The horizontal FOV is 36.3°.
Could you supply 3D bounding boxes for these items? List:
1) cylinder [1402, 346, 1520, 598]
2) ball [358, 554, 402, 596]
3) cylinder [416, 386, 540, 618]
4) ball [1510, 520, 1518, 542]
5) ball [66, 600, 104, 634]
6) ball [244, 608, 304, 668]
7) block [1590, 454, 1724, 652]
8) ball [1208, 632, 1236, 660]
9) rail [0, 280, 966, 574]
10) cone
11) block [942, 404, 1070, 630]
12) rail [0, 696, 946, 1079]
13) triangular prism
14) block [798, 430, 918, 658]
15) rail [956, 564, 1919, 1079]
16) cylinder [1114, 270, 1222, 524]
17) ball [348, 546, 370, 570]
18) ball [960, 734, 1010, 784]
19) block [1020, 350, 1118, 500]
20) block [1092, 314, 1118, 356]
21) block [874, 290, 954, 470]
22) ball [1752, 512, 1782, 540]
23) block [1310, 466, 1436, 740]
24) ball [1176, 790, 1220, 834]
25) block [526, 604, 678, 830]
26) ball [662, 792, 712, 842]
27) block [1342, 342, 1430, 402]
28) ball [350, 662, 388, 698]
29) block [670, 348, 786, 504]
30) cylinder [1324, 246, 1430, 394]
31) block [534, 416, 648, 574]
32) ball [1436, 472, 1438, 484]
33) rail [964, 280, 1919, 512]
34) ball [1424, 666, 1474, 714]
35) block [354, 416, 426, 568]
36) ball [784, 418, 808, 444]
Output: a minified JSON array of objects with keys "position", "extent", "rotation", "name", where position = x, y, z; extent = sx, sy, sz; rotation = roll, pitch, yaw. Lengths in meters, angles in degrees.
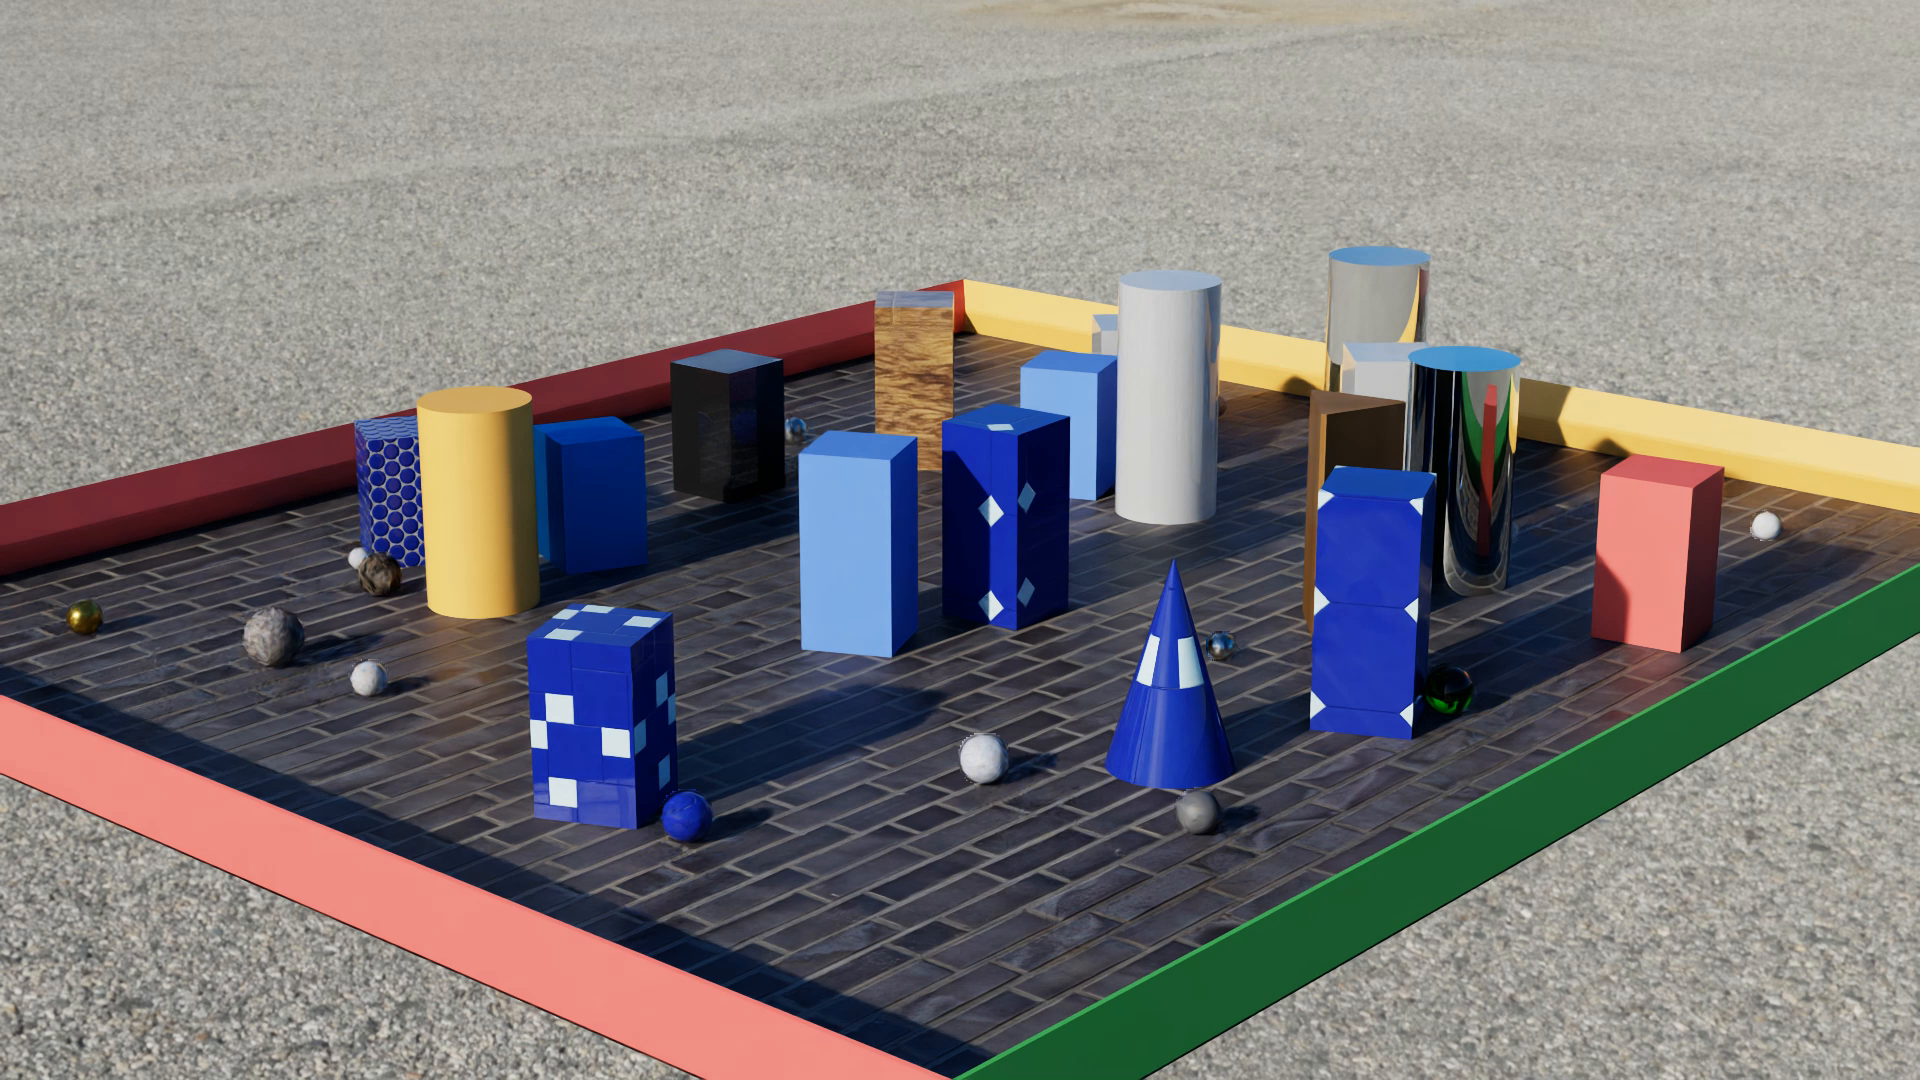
[{"position":[0.876,-0.122,5.151],"extent":[0.194,0.404,0.194],"rotation":[0,17,0],"name":"cylinder"},{"position":[-1.012,0.061,5.113],"extent":[0.076,0.076,0.076],"rotation":[0,17,0],"name":"ball"},{"position":[-0.826,-0.066,5.043],"extent":[0.194,0.360,0.194],"rotation":[0,17,0],"name":"cylinder"},{"position":[1.010,-0.017,5.424],"extent":[0.046,0.046,0.046],"rotation":[0,17,0],"name":"ball"},{"position":[-1.468,0.129,4.916],"extent":[0.060,0.060,0.060],"rotation":[0,17,0],"name":"ball"},{"position":[-1.113,0.158,4.757],"extent":[0.097,0.097,0.097],"rotation":[0,17,0],"name":"ball"},{"position":[1.163,0.020,4.891],"extent":[0.155,0.282,0.155],"rotation":[11,20,31],"name":"block"},{"position":[0.428,0.174,4.788],"extent":[0.047,0.047,0.047],"rotation":[0,17,0],"name":"ball"},{"position":[-1.010,-0.222,5.960],"extent":[0.045,0.126,3.162],"rotation":[14,22,39],"name":"rail"},{"position":[0.311,0.178,4.297],"extent":[0.194,0.323,0.194],"rotation":[0,17,0],"name":"cone"},{"position":[0.078,-0.042,4.996],"extent":[0.155,0.340,0.155],"rotation":[12,20,34],"name":"block"},{"position":[-1.021,0.371,3.994],"extent":[2.724,0.126,0.045],"rotation":[14,22,39],"name":"rail"},{"position":[0.629,-0.048,4.931],"extent":[0.168,0.390,0.146],"rotation":[-9,19,-28],"name":"triangular prism"},{"position":[-0.166,0.005,4.851],"extent":[0.155,0.335,0.155],"rotation":[5,17,15],"name":"block"},{"position":[1.010,0.285,4.280],"extent":[0.045,0.126,3.162],"rotation":[14,22,39],"name":"rail"},{"position":[0.395,-0.273,5.571],"extent":[0.194,0.450,0.194],"rotation":[0,17,0],"name":"cylinder"},{"position":[-1.077,0.033,5.264],"extent":[0.042,0.042,0.042],"rotation":[0,17,0],"name":"ball"},{"position":[0.036,0.319,4.266],"extent":[0.072,0.072,0.072],"rotation":[0,17,0],"name":"ball"},{"position":[0.217,-0.227,5.760],"extent":[0.155,0.254,0.155],"rotation":[6,18,19],"name":"block"},{"position":[0.357,-0.318,6.038],"extent":[0.155,0.268,0.155],"rotation":[-1,17,-4],"name":"block"},{"position":[-0.091,-0.324,5.942],"extent":[0.155,0.334,0.155],"rotation":[0,17,1],"name":"block"},{"position":[1.497,-0.025,5.440],"extent":[0.053,0.053,0.053],"rotation":[0,17,0],"name":"ball"},{"position":[0.631,0.094,4.480],"extent":[0.155,0.378,0.155],"rotation":[5,17,16],"name":"block"},{"position":[0.333,0.379,4.084],"extent":[0.061,0.061,0.061],"rotation":[0,17,0],"name":"ball"},{"position":[-0.505,0.248,4.156],"extent":[0.155,0.270,0.155],"rotation":[5,17,16],"name":"block"},{"position":[-0.378,0.383,4.056],"extent":[0.071,0.071,0.071],"rotation":[0,17,0],"name":"ball"},{"position":[0.788,-0.173,5.403],"extent":[0.155,0.356,0.155],"rotation":[0,17,-1],"name":"block"},{"position":[-0.931,0.219,4.622],"extent":[0.057,0.057,0.057],"rotation":[0,17,0],"name":"ball"},{"position":[-0.454,-0.225,5.744],"extent":[0.155,0.259,0.155],"rotation":[13,21,37],"name":"block"},{"position":[0.805,-0.319,5.687],"extent":[0.194,0.472,0.194],"rotation":[0,17,0],"name":"cylinder"},{"position":[-0.668,-0.082,5.304],"extent":[0.155,0.240,0.155],"rotation":[-8,19,-25],"name":"block"},{"position":[0.921,-0.122,5.777],"extent":[0.043,0.043,0.043],"rotation":[0,17,0],"name":"ball"},{"position":[1.021,-0.308,6.246],"extent":[2.724,0.126,0.045],"rotation":[14,22,39],"name":"rail"},{"position":[0.759,0.233,4.545],"extent":[0.076,0.076,0.076],"rotation":[0,17,0],"name":"ball"},{"position":[-1.005,-0.089,5.327],"extent":[0.155,0.240,0.155],"rotation":[-6,18,-18],"name":"block"},{"position":[-0.345,-0.227,6.104],"extent":[0.055,0.055,0.055],"rotation":[0,17,0],"name":"ball"}]
